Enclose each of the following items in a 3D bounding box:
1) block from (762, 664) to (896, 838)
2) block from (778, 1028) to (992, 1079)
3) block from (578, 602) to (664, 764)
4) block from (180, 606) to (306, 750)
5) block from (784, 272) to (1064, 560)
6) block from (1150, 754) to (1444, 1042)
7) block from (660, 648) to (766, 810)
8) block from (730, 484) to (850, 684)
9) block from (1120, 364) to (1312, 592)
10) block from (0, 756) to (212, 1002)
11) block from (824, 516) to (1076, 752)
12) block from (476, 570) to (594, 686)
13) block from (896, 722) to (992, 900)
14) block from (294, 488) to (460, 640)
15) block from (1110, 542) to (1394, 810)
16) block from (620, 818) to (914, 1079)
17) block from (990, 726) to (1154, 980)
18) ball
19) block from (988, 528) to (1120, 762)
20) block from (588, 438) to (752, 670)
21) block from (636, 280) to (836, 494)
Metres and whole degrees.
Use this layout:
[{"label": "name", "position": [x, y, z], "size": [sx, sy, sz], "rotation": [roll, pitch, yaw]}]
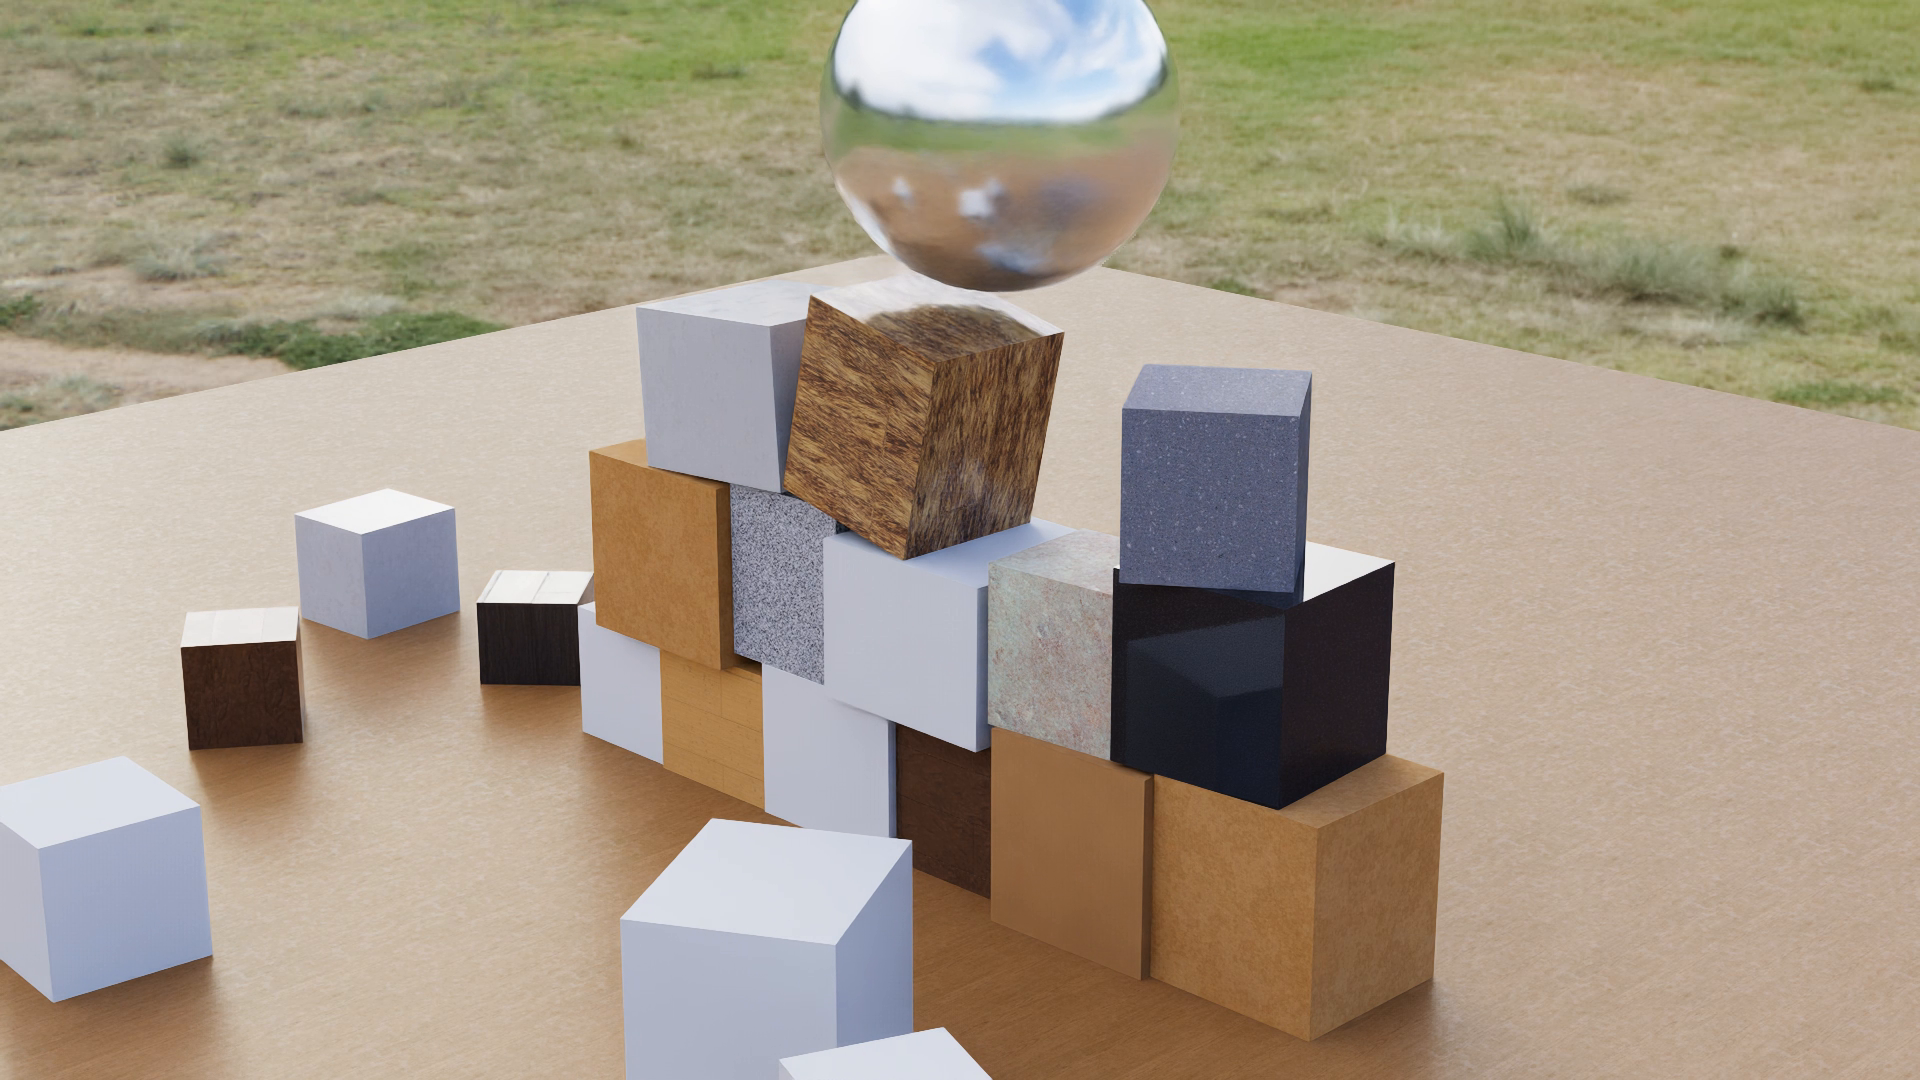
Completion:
[{"label": "block", "position": [-0.352, 0.957, 14.032], "size": [0.802, 0.760, 0.867], "rotation": [-17, 24, -42]}, {"label": "block", "position": [-0.192, 2.218, 10.110], "size": [0.624, 0.706, 0.774], "rotation": [-7, 19, -22]}, {"label": "block", "position": [-1.478, 0.666, 15.087], "size": [0.670, 0.684, 0.675], "rotation": [-17, 24, -42]}, {"label": "block", "position": [-3.698, 0.708, 15.159], "size": [0.568, 0.558, 0.551], "rotation": [-3, 18, -10]}, {"label": "block", "position": [-0.172, -0.587, 13.290], "size": [0.817, 0.963, 0.810], "rotation": [-17, 37, -42]}, {"label": "block", "position": [1.408, 1.407, 12.309], "size": [0.857, 0.934, 0.844], "rotation": [17, 24, 42]}, {"label": "block", "position": [-0.948, 0.818, 14.598], "size": [0.779, 0.686, 0.750], "rotation": [17, 24, 42]}, {"label": "block", "position": [-0.547, 0.120, 13.976], "size": [0.789, 0.870, 0.733], "rotation": [-17, 24, -42]}, {"label": "block", "position": [1.054, -0.265, 12.017], "size": [0.702, 0.729, 0.739], "rotation": [3, 18, 10]}, {"label": "block", "position": [-3.740, 1.441, 12.601], "size": [0.720, 0.695, 0.748], "rotation": [-14, 22, -38]}, {"label": "block", "position": [0.051, 0.364, 13.391], "size": [0.980, 0.760, 0.926], "rotation": [17, 24, 42]}, {"label": "block", "position": [-2.310, 0.478, 16.043], "size": [0.545, 0.468, 0.554], "rotation": [1, 17, 2]}, {"label": "block", "position": [0.217, 1.135, 13.478], "size": [0.701, 0.753, 0.741], "rotation": [-17, 24, -42]}, {"label": "block", "position": [-3.353, 0.129, 16.894], "size": [0.601, 0.623, 0.677], "rotation": [14, 22, 38]}, {"label": "block", "position": [1.213, 0.506, 12.198], "size": [0.846, 0.851, 0.809], "rotation": [14, 22, 38]}, {"label": "block", "position": [-0.730, 1.718, 11.431], "size": [0.844, 0.867, 0.999], "rotation": [5, 18, 15]}, {"label": "block", "position": [0.759, 1.244, 12.870], "size": [0.869, 0.910, 0.893], "rotation": [16, 23, 41]}, {"label": "ball", "position": [0.176, -1.892, 12.932], "size": [1.600, 1.600, 1.600], "rotation": [0, 17, 0]}, {"label": "block", "position": [0.599, 0.441, 12.681], "size": [0.693, 0.736, 0.658], "rotation": [14, 22, 38]}, {"label": "block", "position": [-1.173, -0.001, 14.550], "size": [0.958, 0.906, 0.892], "rotation": [17, 24, 42]}, {"label": "block", "position": [-0.874, -0.756, 14.028], "size": [0.878, 0.780, 0.977], "rotation": [-16, 20, -42]}]
